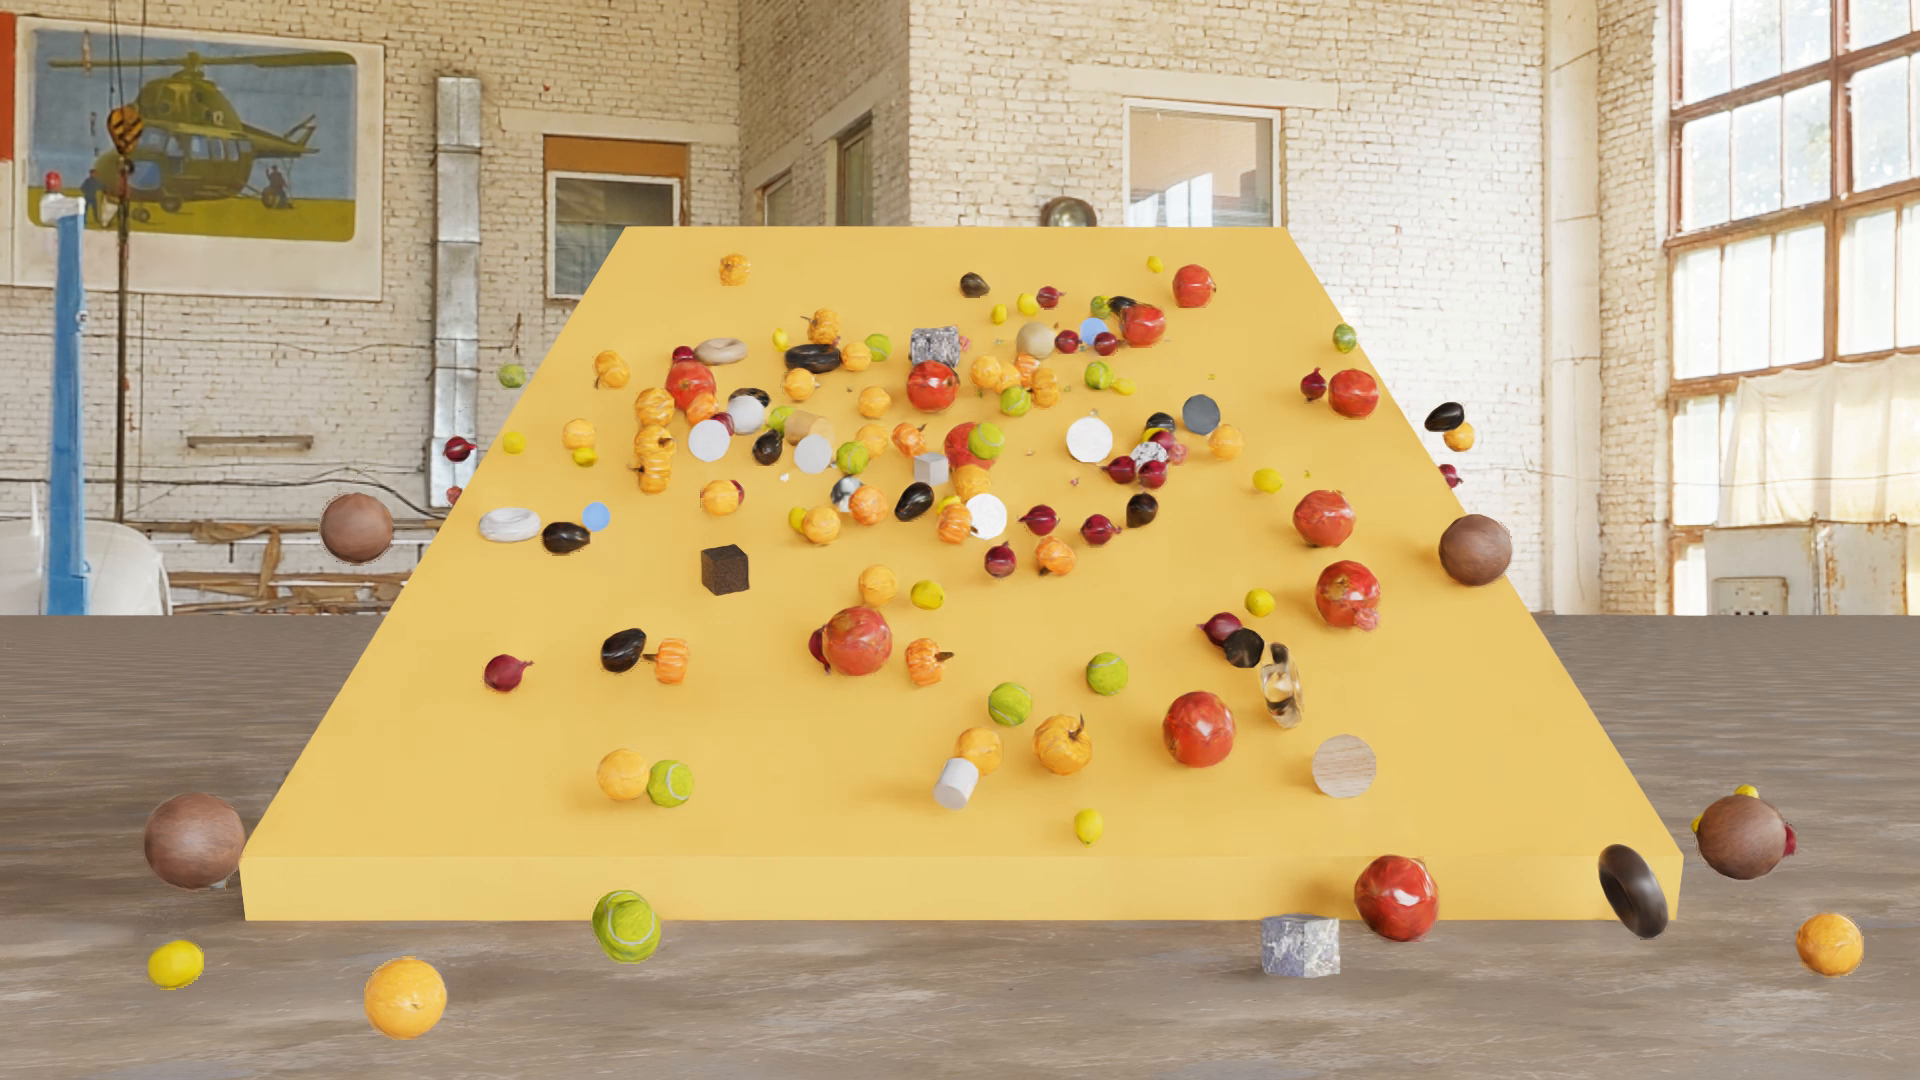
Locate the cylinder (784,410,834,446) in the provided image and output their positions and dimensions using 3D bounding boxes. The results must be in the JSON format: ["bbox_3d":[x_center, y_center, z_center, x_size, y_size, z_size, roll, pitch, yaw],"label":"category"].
[{"bbox_3d":[-0.321,-0.231,4.835,0.077,0.077,0.077,18,11,40],"label":"cylinder"}]

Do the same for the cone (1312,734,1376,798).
[{"bbox_3d":[0.558,0.327,3.351,0.095,0.095,0.095,0,3,-1],"label":"cone"}]

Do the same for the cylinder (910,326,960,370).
[{"bbox_3d":[-0.058,-0.449,5.314,0.096,0.096,0.096,-2,-2,13],"label":"cylinder"}]

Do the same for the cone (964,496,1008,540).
[{"bbox_3d":[0.039,-0.040,4.377,0.087,0.087,0.087,0,0,-15],"label":"cone"}]

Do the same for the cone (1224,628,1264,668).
[{"bbox_3d":[0.475,0.184,3.788,0.067,0.067,0.067,0,-7,7],"label":"cone"}]

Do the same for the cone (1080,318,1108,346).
[{"bbox_3d":[0.327,-0.512,5.664,0.071,0.071,0.071,0,-6,-8],"label":"cone"}]

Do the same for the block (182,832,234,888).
[{"bbox_3d":[-1.161,0.493,3.506,0.059,0.059,0.059,12,19,-28],"label":"block"}]

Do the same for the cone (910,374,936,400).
[{"bbox_3d":[-0.071,-0.344,5.213,0.065,0.065,0.065,-1,-9,27],"label":"cone"}]

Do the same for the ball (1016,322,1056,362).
[{"bbox_3d":[0.181,-0.477,5.466,0.096,0.096,0.096,0,-2,0],"label":"ball"}]

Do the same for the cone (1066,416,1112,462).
[{"bbox_3d":[0.266,-0.205,4.815,0.098,0.098,0.098,0,-7,-8],"label":"cone"}]

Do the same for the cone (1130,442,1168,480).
[{"bbox_3d":[0.387,-0.159,4.705,0.079,0.079,0.079,0,-6,-3],"label":"cone"}]

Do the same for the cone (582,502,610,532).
[{"bbox_3d":[-0.695,-0.041,4.397,0.057,0.057,0.057,0,-7,10],"label":"cone"}]

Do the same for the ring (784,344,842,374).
[{"bbox_3d":[-0.351,-0.434,5.427,0.143,0.048,0.143,0,19,0],"label":"ring"}]

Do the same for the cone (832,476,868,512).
[{"bbox_3d":[-0.218,-0.085,4.508,0.072,0.072,0.072,0,-6,1],"label":"cone"}]

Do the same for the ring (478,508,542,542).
[{"bbox_3d":[-0.861,-0.028,4.341,0.121,0.040,0.121,1,22,0],"label":"ring"}]

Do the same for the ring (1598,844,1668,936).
[{"bbox_3d":[0.829,0.432,2.799,0.041,0.122,0.122,-24,1,-6],"label":"ring"}]

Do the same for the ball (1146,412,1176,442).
[{"bbox_3d":[0.432,-0.242,4.885,0.066,0.066,0.066,0,-2,0],"label":"ball"}]

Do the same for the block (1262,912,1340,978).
[{"bbox_3d":[0.408,0.485,2.719,0.065,0.065,0.065,2,-2,-42],"label":"block"}]

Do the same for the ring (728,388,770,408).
[{"bbox_3d":[-0.476,-0.317,5.133,0.092,0.031,0.092,2,25,-1],"label":"ring"}]

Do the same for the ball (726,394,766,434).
[{"bbox_3d":[-0.466,-0.272,4.931,0.087,0.087,0.087,0,-2,0],"label":"ball"}]

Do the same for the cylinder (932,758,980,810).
[{"bbox_3d":[-0.006,0.342,3.192,0.052,0.052,0.052,-1,39,27],"label":"cylinder"}]

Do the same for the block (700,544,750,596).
[{"bbox_3d":[-0.422,0.054,4.082,0.066,0.066,0.066,-9,22,-24],"label":"block"}]

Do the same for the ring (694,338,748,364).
[{"bbox_3d":[-0.578,-0.457,5.495,0.128,0.043,0.128,-1,20,0],"label":"ring"}]

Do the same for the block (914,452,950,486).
[{"bbox_3d":[-0.058,-0.144,4.641,0.052,0.052,0.052,-16,26,-38],"label":"block"}]

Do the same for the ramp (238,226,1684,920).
[{"bbox_3d":[-0.005,-0.210,5.035,2.000,0.100,4.000,0,20,0],"label":"ramp"}]
